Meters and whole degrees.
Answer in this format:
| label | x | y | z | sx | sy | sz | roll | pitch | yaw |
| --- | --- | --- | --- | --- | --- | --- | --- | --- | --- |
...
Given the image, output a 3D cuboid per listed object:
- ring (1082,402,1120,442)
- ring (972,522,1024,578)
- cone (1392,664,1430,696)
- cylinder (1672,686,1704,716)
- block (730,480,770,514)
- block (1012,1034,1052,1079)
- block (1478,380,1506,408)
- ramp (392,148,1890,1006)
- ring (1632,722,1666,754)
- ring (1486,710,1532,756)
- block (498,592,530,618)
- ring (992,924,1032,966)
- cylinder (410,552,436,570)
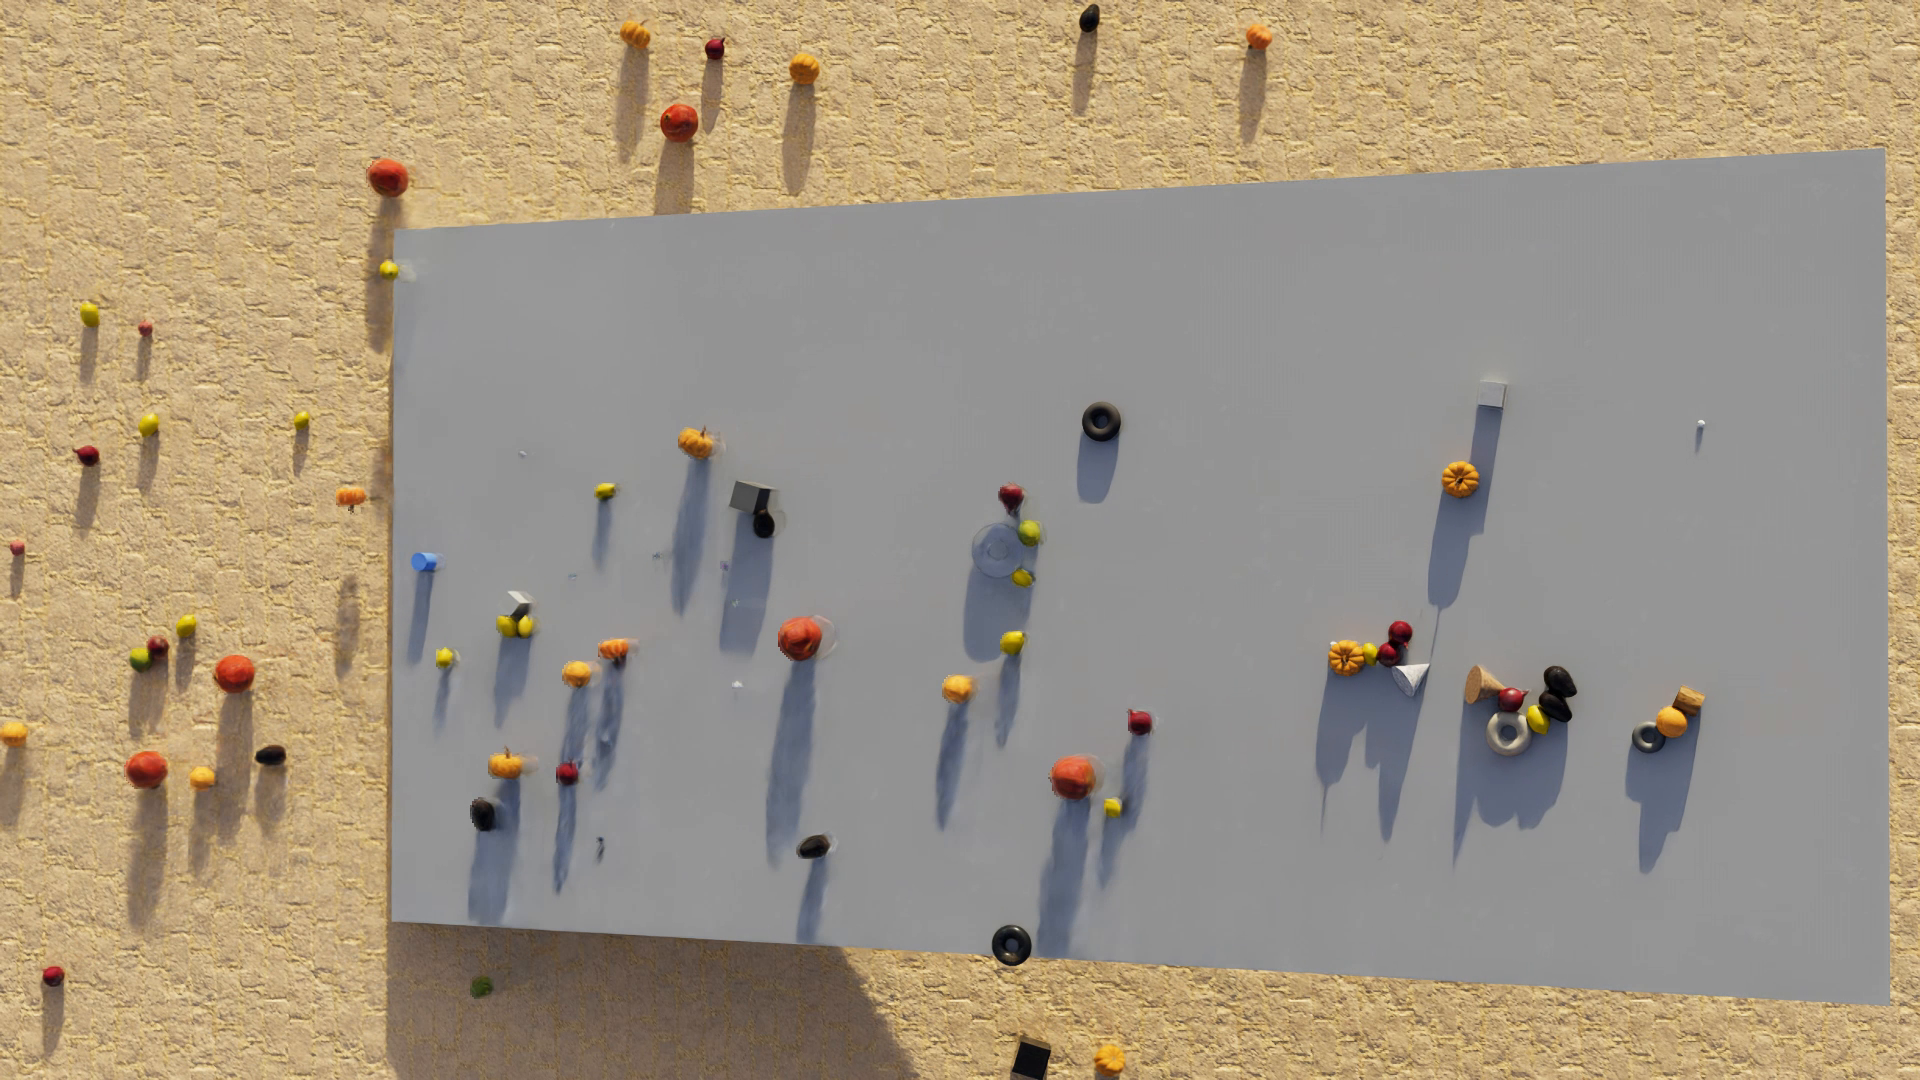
| label | x | y | z | sx | sy | sz | roll | pitch | yaw |
| --- | --- | --- | --- | --- | --- | --- | --- | --- | --- |
| ring | 0.366 | -0.307 | 5.697 | 0.104 | 0.035 | 0.104 | 0 | 90 | 19 |
| ring | 0.100 | 0.027 | 5.772 | 0.146 | 0.049 | 0.146 | 0 | 90 | 17 |
| cone | 1.129 | 0.328 | 5.437 | 0.087 | 0.087 | 0.087 | -30 | 89 | -12 |
| cylinder | 1.733 | 0.384 | 5.230 | 0.058 | 0.058 | 0.058 | 20 | 89 | 23 |
| block | -0.571 | -0.115 | 5.979 | 0.073 | 0.073 | 0.073 | 17 | 95 | 18 |
| block | 0.207 | 1.505 | 6.393 | 0.091 | 0.091 | 0.091 | 17 | 89 | 0 |
| block | 1.301 | -0.356 | 5.380 | 0.059 | 0.059 | 0.059 | 8 | 92 | 18 |
| ramp | 0.276 | 0.093 | 5.791 | 4.000 | 0.100 | 2.000 | 0 | 89 | 18 |
| ring | 1.651 | 0.473 | 5.272 | 0.078 | 0.026 | 0.078 | 0 | 90 | 17 |
| ring | 1.340 | 0.471 | 5.368 | 0.113 | 0.038 | 0.113 | 0 | 90 | 17 |
| block | -1.262 | 0.181 | 6.211 | 0.052 | 0.052 | 0.052 | 41 | 101 | 14 |
| ring | 0.135 | 1.060 | 5.752 | 0.109 | 0.036 | 0.109 | 0 | 90 | 17 |
| cylinder | -1.537 | 0.062 | 6.303 | 0.052 | 0.052 | 0.052 | 0 | 89 | 18 |
